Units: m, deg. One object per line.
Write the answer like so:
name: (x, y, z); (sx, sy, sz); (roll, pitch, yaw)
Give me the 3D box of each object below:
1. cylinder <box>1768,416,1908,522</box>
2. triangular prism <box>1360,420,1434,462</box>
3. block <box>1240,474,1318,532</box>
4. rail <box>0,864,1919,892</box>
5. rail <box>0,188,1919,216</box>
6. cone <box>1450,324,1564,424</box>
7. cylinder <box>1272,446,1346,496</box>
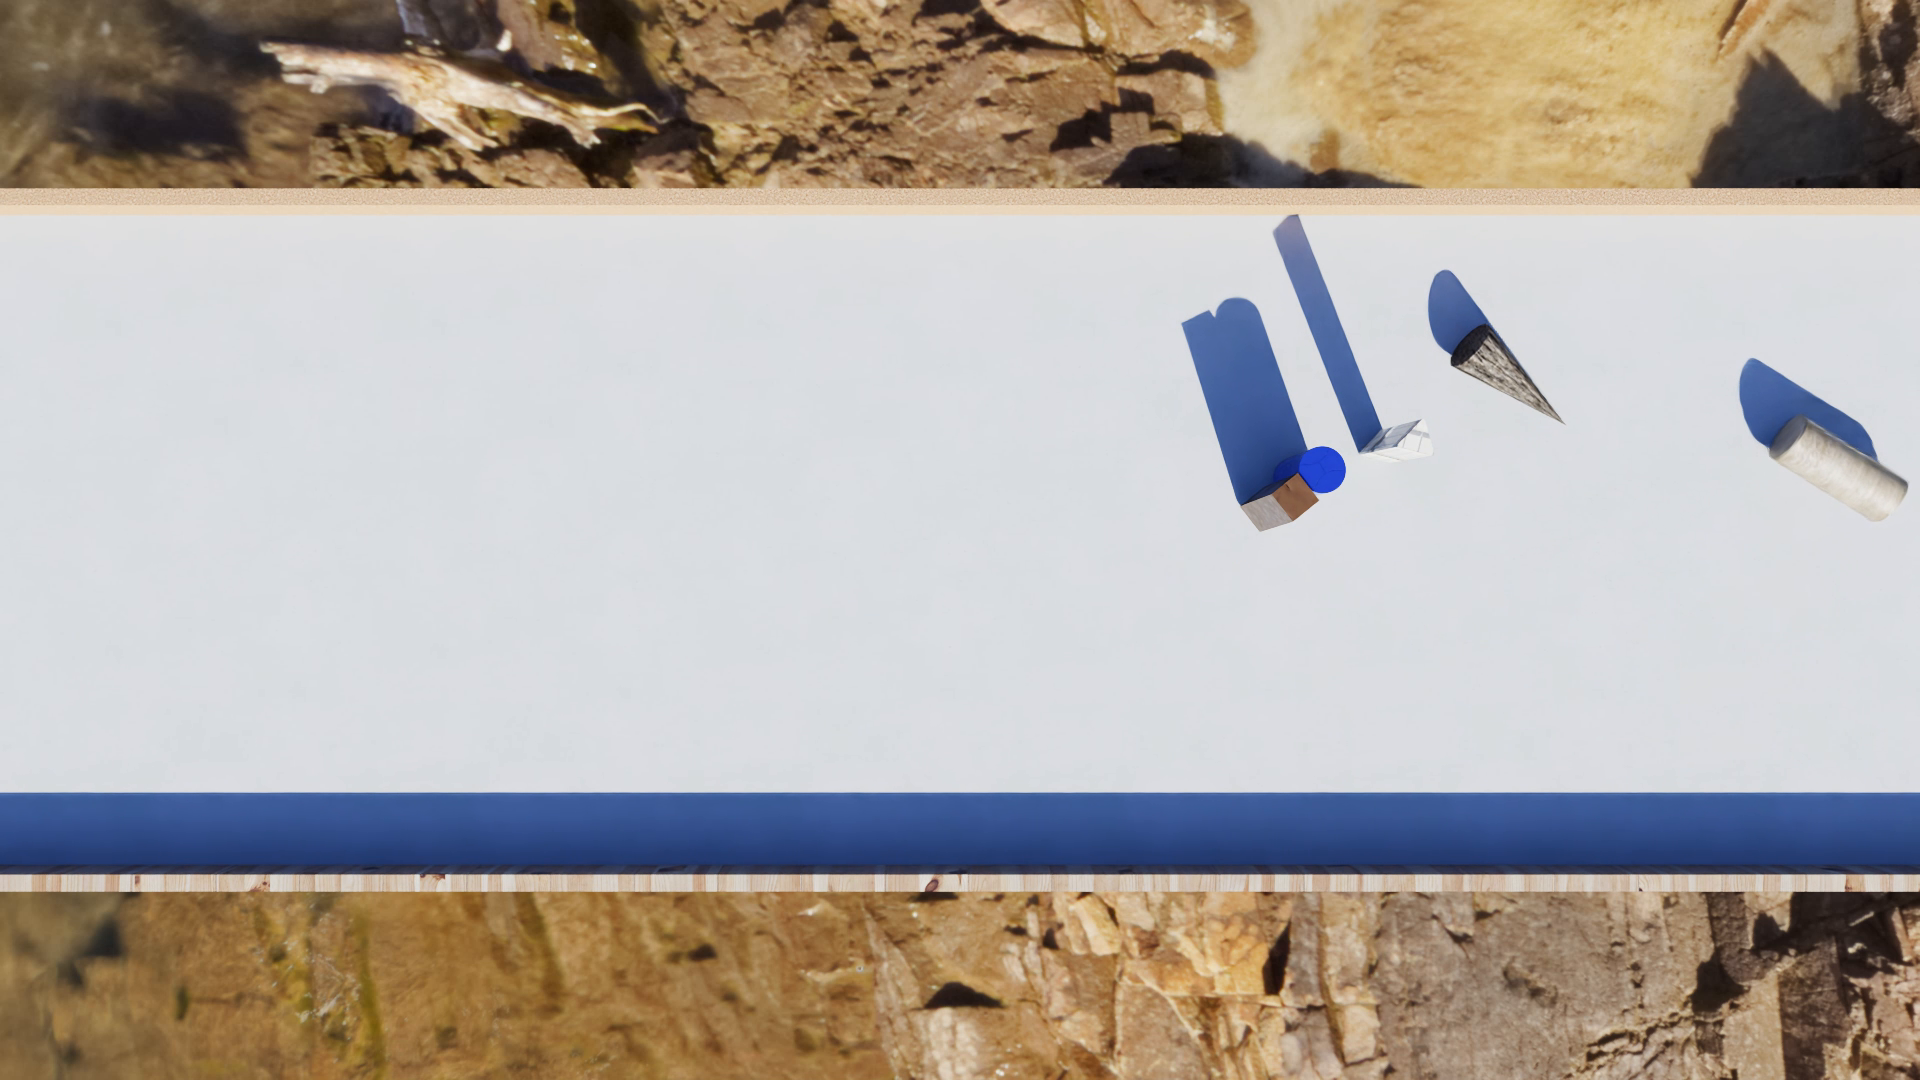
cylinder: (2.660, -0.216, 4.999); (0.364, 0.155, 0.155); (32, 90, 0)
triangular prism: (1.288, -0.295, 4.849); (0.104, 0.455, 0.090); (14, 90, 0)
block: (0.945, -0.108, 4.897); (0.100, 0.349, 0.100); (-38, 90, -7)
rail: (-2.247, 1.025, 5.001); (12.000, 0.150, 0.050); (0, 90, 0)
rail: (-2.247, -1.025, 5.002); (12.000, 0.150, 0.050); (0, 90, 0)
cone: (1.705, -0.471, 5.037); (0.408, 0.160, 0.160); (36, 90, -11)
cylinder: (1.038, -0.195, 4.913); (0.137, 0.318, 0.137); (0, 87, -3)
